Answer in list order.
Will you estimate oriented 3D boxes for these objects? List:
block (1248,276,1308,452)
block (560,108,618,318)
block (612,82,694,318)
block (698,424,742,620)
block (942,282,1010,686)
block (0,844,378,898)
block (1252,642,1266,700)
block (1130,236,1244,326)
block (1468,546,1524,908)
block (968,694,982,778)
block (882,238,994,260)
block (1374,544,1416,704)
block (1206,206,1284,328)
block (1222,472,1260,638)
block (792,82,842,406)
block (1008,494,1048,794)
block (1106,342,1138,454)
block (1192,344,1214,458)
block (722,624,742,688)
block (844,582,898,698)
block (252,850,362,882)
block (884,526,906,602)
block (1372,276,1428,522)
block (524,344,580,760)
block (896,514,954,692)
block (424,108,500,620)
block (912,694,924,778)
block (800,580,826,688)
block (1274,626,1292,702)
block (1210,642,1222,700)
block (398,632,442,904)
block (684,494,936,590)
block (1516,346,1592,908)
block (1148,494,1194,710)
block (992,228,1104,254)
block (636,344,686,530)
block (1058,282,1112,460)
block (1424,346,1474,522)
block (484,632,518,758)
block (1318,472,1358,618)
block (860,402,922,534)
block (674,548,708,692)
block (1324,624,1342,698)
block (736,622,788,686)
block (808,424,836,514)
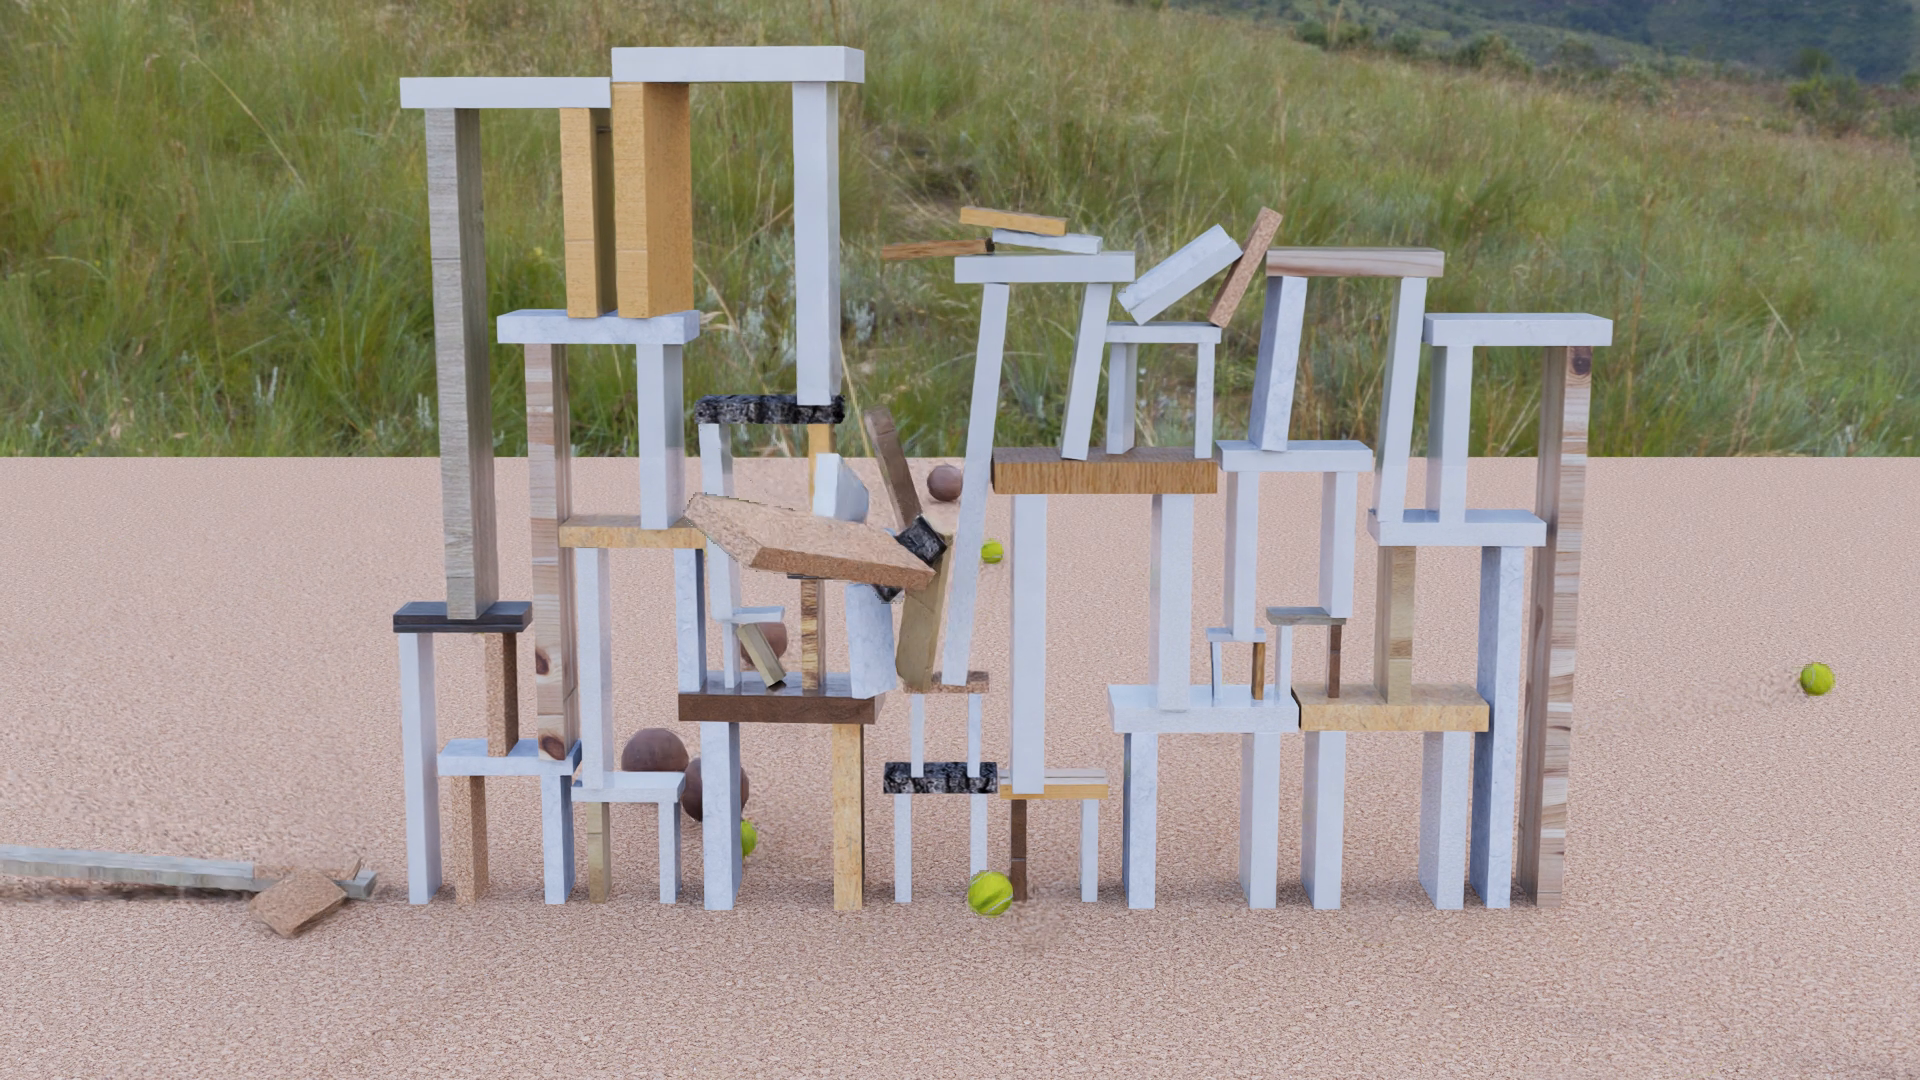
[{"bbox_3d":[0.506,-0.287,3.511,0.039,0.274,0.137,5,10,-3],"label":"block"},{"bbox_3d":[-0.584,-0.517,3.462,0.045,0.320,0.160,0,10,3],"label":"block"},{"bbox_3d":[-0.481,-0.536,3.461,0.051,0.358,0.179,3,11,16],"label":"block"},{"bbox_3d":[-0.386,-0.039,3.543,0.032,0.314,0.114,-2,10,3],"label":"block"},{"bbox_3d":[0.024,-0.095,3.545,0.040,0.646,0.140,6,11,-1],"label":"block"},{"bbox_3d":[-1.307,0.552,3.666,0.650,0.023,0.081,4,7,-1],"label":"block"},{"bbox_3d":[0.488,0.209,3.600,0.014,0.095,0.048,1,11,-1],"label":"block"},{"bbox_3d":[0.357,-0.411,3.490,0.196,0.028,0.098,-34,7,8],"label":"block"},{"bbox_3d":[0.880,0.294,3.610,0.037,0.604,0.131,0,11,0],"label":"block"},{"bbox_3d":[0.023,0.312,3.616,0.020,0.140,0.070,1,11,0],"label":"block"},{"bbox_3d":[-0.034,-0.461,3.483,0.165,0.023,0.082,-3,8,10],"label":"block"},{"bbox_3d":[0.707,0.125,3.581,0.037,0.261,0.131,0,11,0],"label":"block"},{"bbox_3d":[0.450,-0.432,3.480,0.028,0.196,0.098,26,11,-2],"label":"block"},{"bbox_3d":[0.455,0.014,3.571,0.034,0.272,0.119,0,11,-2],"label":"block"},{"bbox_3d":[-0.224,-0.469,3.466,0.051,0.494,0.179,0,10,3],"label":"block"},{"bbox_3d":[0.110,0.152,3.583,0.050,0.489,0.176,0,11,-1],"label":"block"},{"bbox_3d":[0.263,-0.237,3.565,0.026,0.183,0.091,4,11,16],"label":"block"},{"bbox_3d":[0.390,-0.228,3.521,0.026,0.183,0.091,1,10,4],"label":"block"},{"bbox_3d":[-0.372,0.183,3.584,0.015,0.106,0.053,0,10,8],"label":"block"},{"bbox_3d":[-0.142,0.156,3.518,0.026,0.181,0.090,1,9,32],"label":"block"},{"bbox_3d":[-1.089,0.545,3.669,0.163,0.023,0.081,3,8,-8],"label":"block"},{"bbox_3d":[-0.107,0.036,3.448,0.018,0.063,0.126,19,21,-28],"label":"block"},{"bbox_3d":[0.702,-0.231,3.518,0.039,0.386,0.137,5,11,5],"label":"block"},{"bbox_3d":[-0.660,0.012,3.564,0.042,0.674,0.147,0,10,0],"label":"block"},{"bbox_3d":[-0.058,0.102,3.465,0.063,0.322,0.018,33,44,27],"label":"block"},{"bbox_3d":[-0.791,-0.281,3.503,0.045,0.798,0.160,0,11,2],"label":"block"},{"bbox_3d":[-0.070,0.312,3.615,0.020,0.140,0.070,0,11,0],"label":"block"},{"bbox_3d":[-0.239,0.143,3.591,0.026,0.181,0.090,1,10,5],"label":"block"},{"bbox_3d":[0.528,0.195,3.593,0.017,0.126,0.061,0,11,0],"label":"block"},{"bbox_3d":[0.420,0.209,3.603,0.014,0.095,0.048,-3,10,3],"label":"block"},{"bbox_3d":[-0.889,0.365,3.627,0.029,0.458,0.104,0,11,0],"label":"block"},{"bbox_3d":[-0.194,0.008,3.055,0.117,0.033,0.578,38,10,20],"label":"block"},{"bbox_3d":[0.967,0.137,3.588,0.040,0.921,0.140,0,11,0],"label":"block"},{"bbox_3d":[0.343,0.083,3.581,0.050,0.351,0.175,0,11,0],"label":"block"},{"bbox_3d":[0.139,-0.475,3.474,0.165,0.023,0.082,8,12,8],"label":"block"},{"bbox_3d":[-0.478,-0.175,3.525,0.042,0.293,0.147,1,11,5],"label":"block"},{"bbox_3d":[0.200,-0.277,3.513,0.040,0.279,0.139,8,11,-1],"label":"block"},{"bbox_3d":[0.782,-0.178,3.523,0.040,0.280,0.140,1,11,2],"label":"block"},{"bbox_3d":[-0.751,0.242,3.604,0.029,0.207,0.104,1,11,0],"label":"block"},{"bbox_3d":[0.613,-0.003,3.571,0.034,0.238,0.119,0,11,-1],"label":"block"},{"bbox_3d":[-0.103,-0.104,3.550,0.033,0.233,0.117,-19,9,-7],"label":"block"},{"bbox_3d":[-0.438,0.118,3.581,0.033,0.235,0.117,0,11,0],"label":"block"},{"bbox_3d":[0.611,0.192,3.599,0.017,0.121,0.061,1,11,4],"label":"block"},{"bbox_3d":[-0.325,0.185,3.594,0.015,0.106,0.053,-30,0,21],"label":"block"},{"bbox_3d":[-0.219,-0.081,3.534,0.032,0.229,0.114,0,10,3],"label":"block"}]
